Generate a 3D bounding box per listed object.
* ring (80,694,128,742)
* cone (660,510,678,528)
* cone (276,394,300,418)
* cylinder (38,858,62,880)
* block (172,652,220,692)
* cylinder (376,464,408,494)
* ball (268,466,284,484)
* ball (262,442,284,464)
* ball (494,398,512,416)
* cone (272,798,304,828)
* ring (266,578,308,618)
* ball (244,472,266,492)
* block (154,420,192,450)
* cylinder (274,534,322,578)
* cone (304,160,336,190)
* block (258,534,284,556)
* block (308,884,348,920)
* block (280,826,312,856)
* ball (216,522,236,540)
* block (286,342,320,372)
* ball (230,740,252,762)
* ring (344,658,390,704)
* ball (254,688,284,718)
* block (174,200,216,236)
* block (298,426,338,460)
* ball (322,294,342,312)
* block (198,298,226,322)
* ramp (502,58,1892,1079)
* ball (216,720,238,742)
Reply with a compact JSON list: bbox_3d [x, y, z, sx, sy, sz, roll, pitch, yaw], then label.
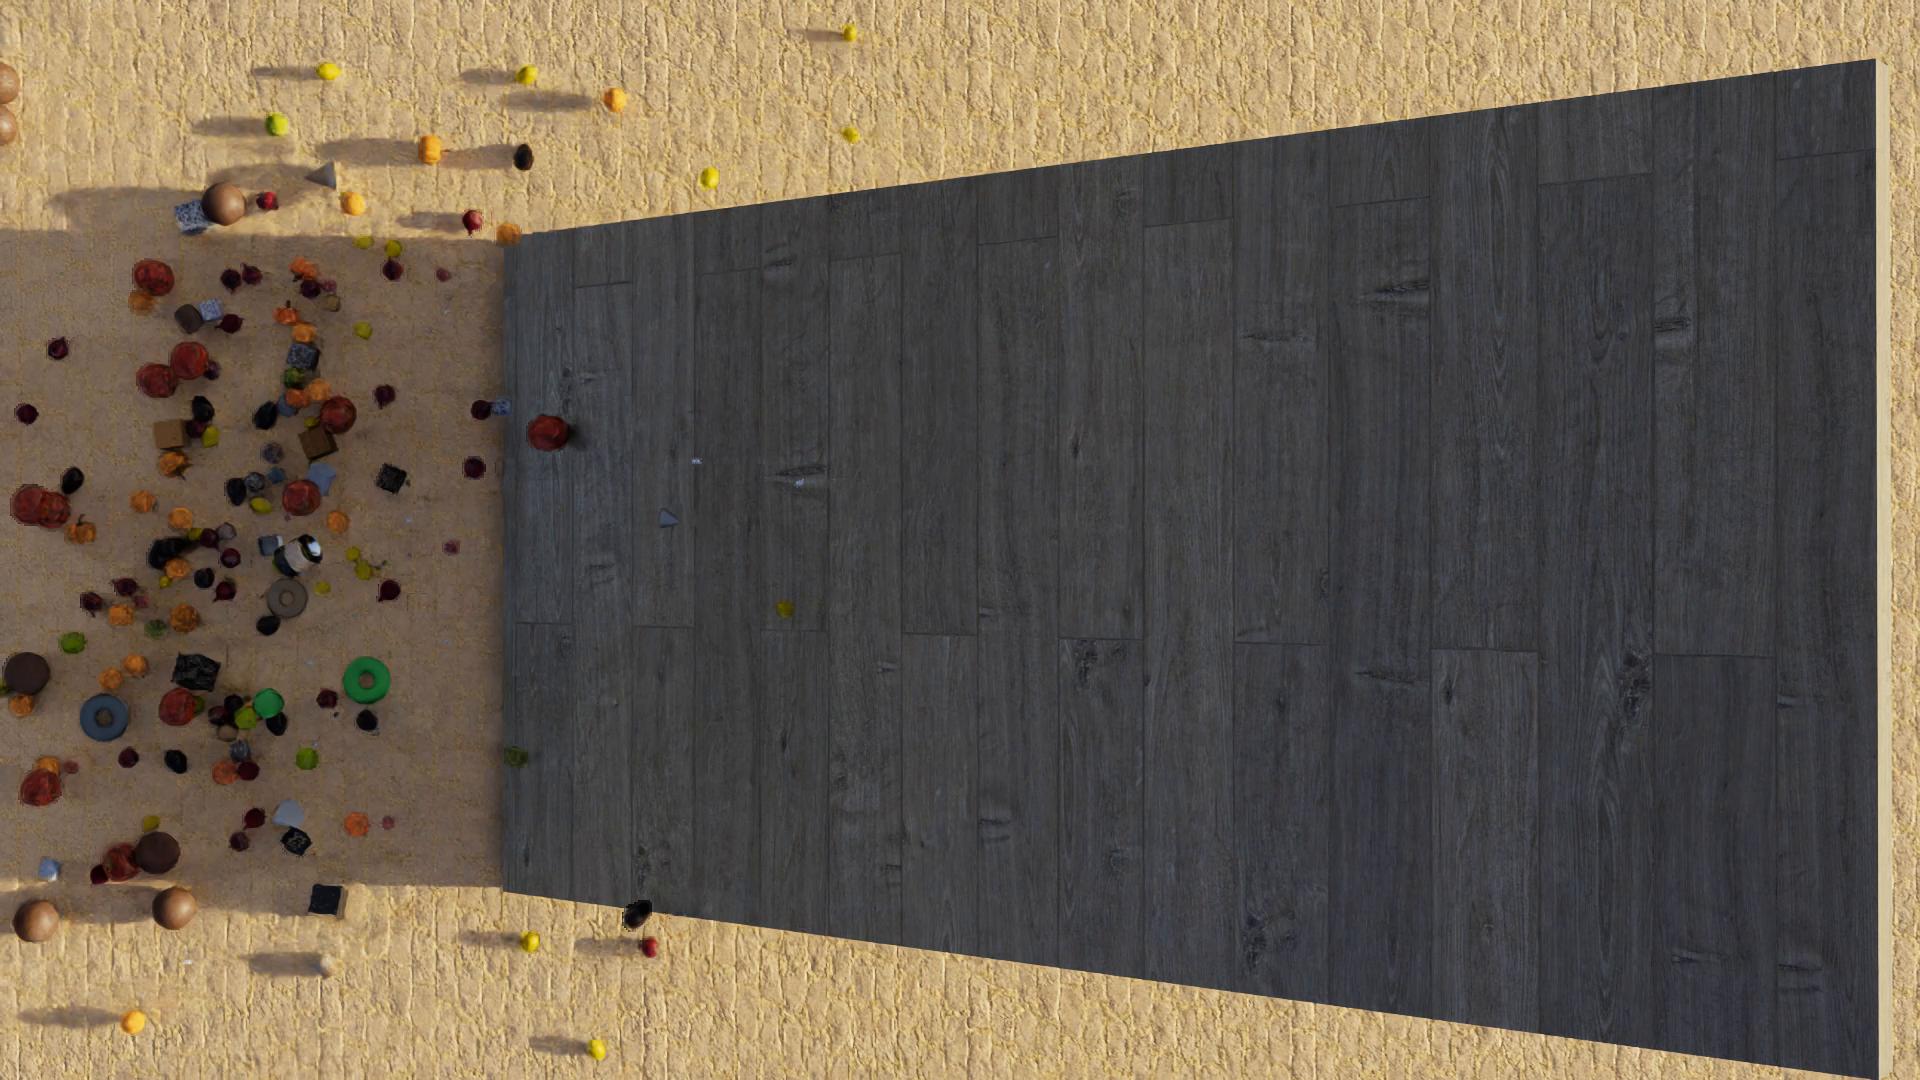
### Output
[{"bbox_3d":[-2.633,0.548,6.767,0.149,0.050,0.149,0,93,0],"label":"ring"},{"bbox_3d":[-0.822,-0.055,6.268,0.052,0.052,0.052,11,90,10],"label":"cone"},{"bbox_3d":[-2.076,-0.417,6.762,0.074,0.074,0.074,0,90,0],"label":"cone"},{"bbox_3d":[-2.796,1.011,6.756,0.053,0.053,0.053,16,81,0],"label":"cylinder"},{"bbox_3d":[-2.333,0.404,6.715,0.089,0.089,0.089,3,71,21],"label":"block"},{"bbox_3d":[-1.747,-0.188,6.761,0.072,0.072,0.072,26,90,0],"label":"cylinder"},{"bbox_3d":[-2.106,-0.200,6.772,0.051,0.051,0.051,0,90,0],"label":"ball"},{"bbox_3d":[-2.112,-0.267,6.765,0.066,0.066,0.066,0,90,0],"label":"ball"},{"bbox_3d":[-1.390,-0.404,6.681,0.055,0.055,0.055,0,90,0],"label":"ball"},{"bbox_3d":[-2.089,0.856,6.769,0.094,0.094,0.094,-24,90,26],"label":"cone"},{"bbox_3d":[-2.073,0.180,6.774,0.126,0.042,0.126,0,90,0],"label":"ring"},{"bbox_3d":[-2.170,-0.179,6.767,0.061,0.061,0.061,0,90,0],"label":"ball"},{"bbox_3d":[-2.419,-0.323,6.758,0.080,0.080,0.080,-6,90,0],"label":"block"},{"bbox_3d":[-2.013,0.049,6.687,0.100,0.100,0.100,-29,90,21],"label":"cylinder"},{"bbox_3d":[-1.967,-1.114,6.740,0.095,0.095,0.095,-9,90,-21],"label":"cone"},{"bbox_3d":[-2.119,0.018,6.768,0.056,0.056,0.056,-12,90,0],"label":"block"},{"bbox_3d":[-1.934,1.108,6.733,0.086,0.086,0.086,6,71,1],"label":"block"},{"bbox_3d":[-2.013,0.914,6.668,0.055,0.055,0.055,19,57,24],"label":"block"},{"bbox_3d":[-2.258,-0.026,6.768,0.056,0.056,0.056,0,90,0],"label":"ball"},{"bbox_3d":[-2.018,-0.564,6.765,0.069,0.069,0.069,16,90,0],"label":"block"},{"bbox_3d":[-2.211,0.650,6.759,0.065,0.065,0.065,0,90,0],"label":"ball"},{"bbox_3d":[-1.826,0.434,6.769,0.146,0.049,0.146,0,90,-1],"label":"ring"},{"bbox_3d":[-2.103,0.496,6.687,0.089,0.089,0.089,0,90,0],"label":"ball"},{"bbox_3d":[-2.354,-0.990,6.762,0.083,0.083,0.083,-18,90,0],"label":"block"},{"bbox_3d":[-1.972,-0.299,6.758,0.080,0.080,0.080,-21,90,0],"label":"block"},{"bbox_3d":[-1.934,-0.728,6.773,0.055,0.055,0.055,0,90,0],"label":"ball"},{"bbox_3d":[-2.303,-0.706,6.774,0.055,0.055,0.055,-17,90,0],"label":"block"},{"bbox_3d":[0.230,0.065,5.549,4.000,0.100,2.000,0,89,37],"label":"ramp"},{"bbox_3d":[-2.251,0.589,6.759,0.066,0.066,0.066,0,90,0],"label":"ball"}]
